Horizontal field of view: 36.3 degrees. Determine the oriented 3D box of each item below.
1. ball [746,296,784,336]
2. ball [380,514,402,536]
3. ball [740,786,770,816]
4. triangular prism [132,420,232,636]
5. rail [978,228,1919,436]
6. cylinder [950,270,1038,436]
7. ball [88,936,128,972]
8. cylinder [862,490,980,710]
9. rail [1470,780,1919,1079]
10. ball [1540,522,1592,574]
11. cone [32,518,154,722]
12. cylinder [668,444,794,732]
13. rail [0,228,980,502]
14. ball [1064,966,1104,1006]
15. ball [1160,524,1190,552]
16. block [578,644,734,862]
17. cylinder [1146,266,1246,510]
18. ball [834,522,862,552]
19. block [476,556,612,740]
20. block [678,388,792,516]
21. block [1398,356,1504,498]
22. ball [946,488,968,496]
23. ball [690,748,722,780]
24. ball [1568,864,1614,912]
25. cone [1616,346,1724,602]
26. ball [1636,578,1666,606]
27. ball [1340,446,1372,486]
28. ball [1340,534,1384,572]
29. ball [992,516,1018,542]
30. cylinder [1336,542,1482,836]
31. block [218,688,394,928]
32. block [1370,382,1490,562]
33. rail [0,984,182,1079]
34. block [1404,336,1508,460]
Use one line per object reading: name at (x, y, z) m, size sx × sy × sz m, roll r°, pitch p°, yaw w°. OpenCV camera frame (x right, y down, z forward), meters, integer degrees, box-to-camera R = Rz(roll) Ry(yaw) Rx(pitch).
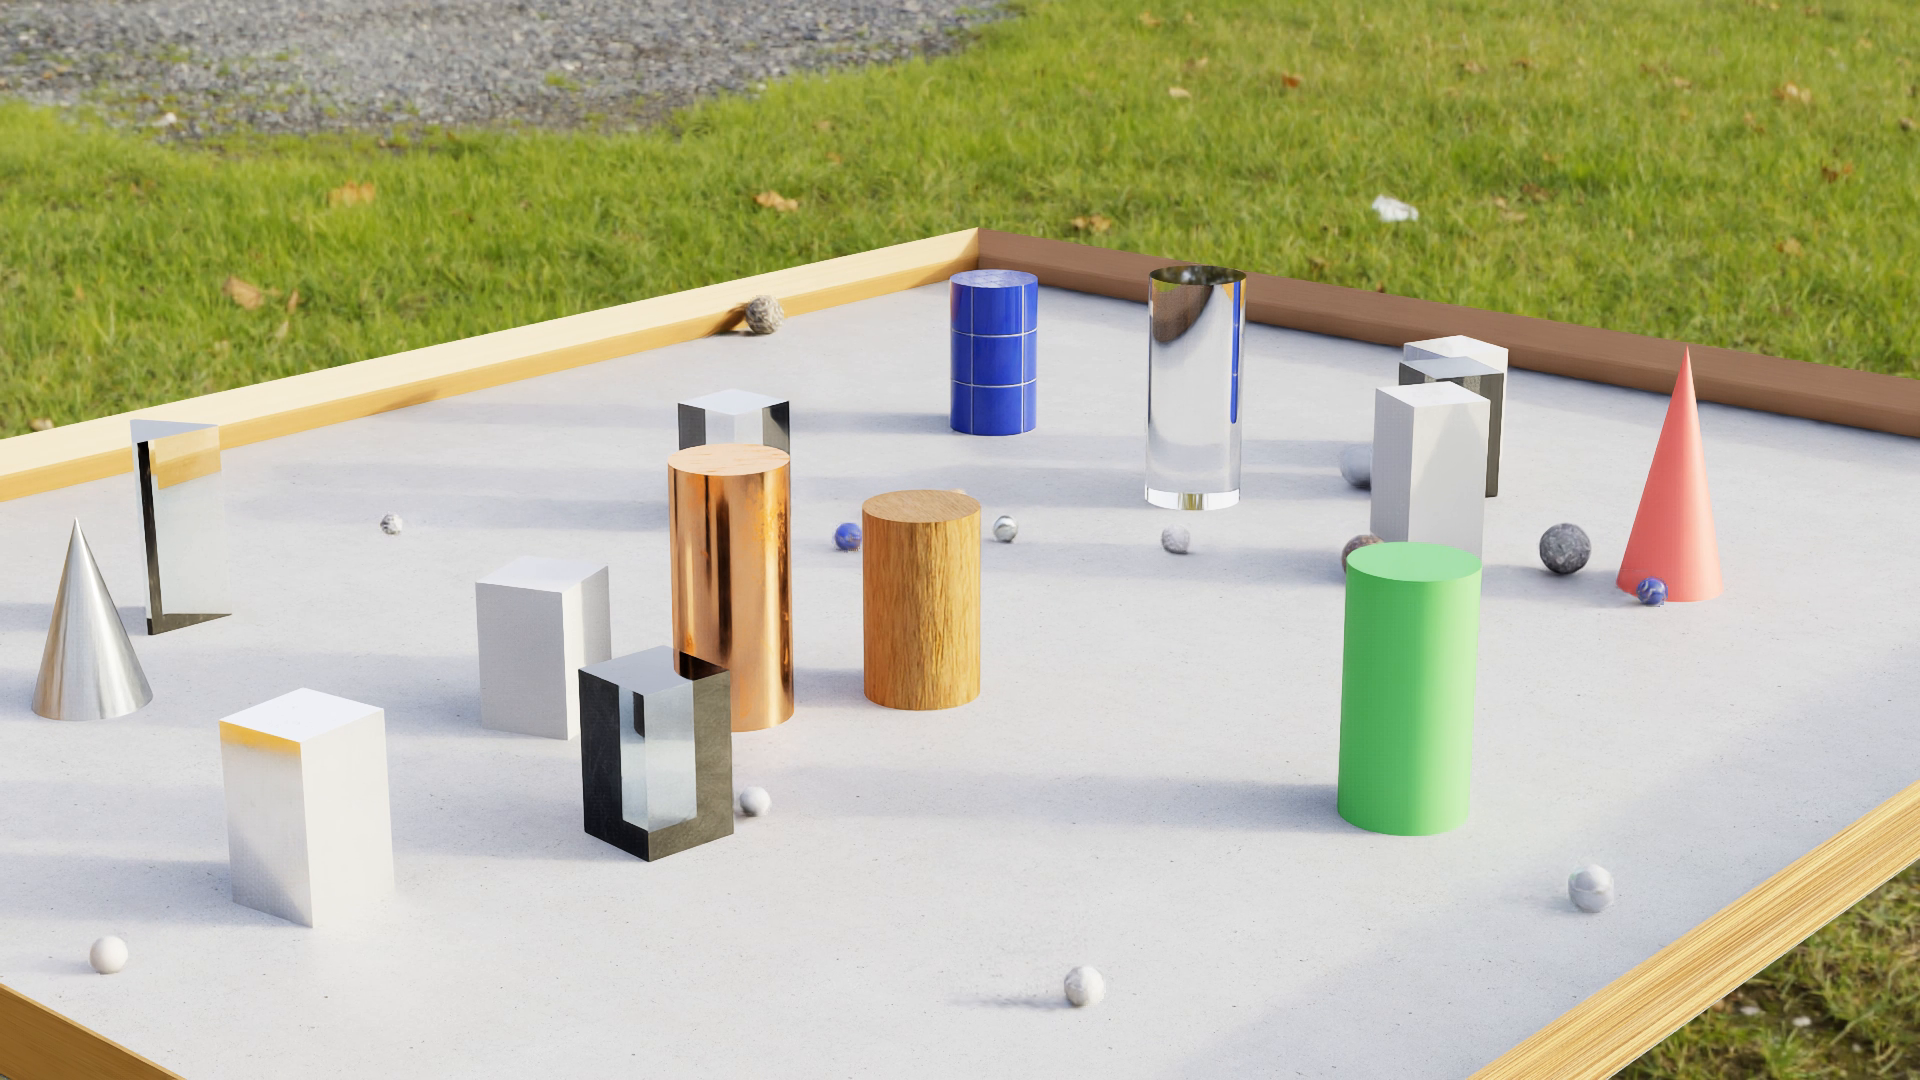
ball at (-0.470, -0.539, 7.052) m, size 0.092 × 0.092 × 0.092 m, roll 0°, pitch 17°, yaw 0°
ball at (-1.058, -0.029, 5.456) m, size 0.041 × 0.041 × 0.041 m, roll 0°, pitch 17°, yaw 0°
ball at (-0.290, 0.368, 4.141) m, size 0.042 × 0.042 × 0.042 m, roll 0°, pitch 17°, yaw 0°
triangular prism at (-1.349, -0.030, 4.956) m, size 0.139 × 0.333 × 0.160 m, roll 16°, pitch 23°, yaw 42°
rail at (1.367, -0.426, 6.628) m, size 3.540 × 0.120 × 0.045 m, roll 14°, pitch 22°, yaw 39°
cylinder at (0.071, -0.396, 6.190) m, size 0.185 × 0.318 × 0.185 m, roll 0°, pitch 17°, yaw 0°
ball at (-1.060, 0.515, 3.650) m, size 0.046 × 0.046 × 0.046 m, roll 0°, pitch 17°, yaw 0°
cylinder at (-0.060, 0.093, 4.598) m, size 0.185 × 0.305 × 0.185 m, roll 0°, pitch 17°, yaw 0°
rail at (1.318, 0.362, 4.025) m, size 0.045 × 0.120 × 4.218 m, roll 14°, pitch 22°, yaw 39°
ball at (1.078, 0.015, 5.222) m, size 0.092 × 0.092 × 0.092 m, roll 0°, pitch 17°, yaw 0°
cone at (-1.360, 0.107, 4.554) m, size 0.185 × 0.302 × 0.185 m, roll 0°, pitch 17°, yaw 0°
cylinder at (-0.350, 0.072, 4.492) m, size 0.185 × 0.406 × 0.185 m, roll 0°, pitch 17°, yaw 0°
rail at (-1.319, -0.302, 6.217) m, size 0.045 × 0.120 × 4.218 m, roll 14°, pitch 22°, yaw 39°
ball at (0.150, 0.541, 3.560) m, size 0.049 × 0.049 × 0.049 m, roll 0°, pitch 17°, yaw 0°
ball at (0.393, -0.004, 5.351) m, size 0.054 × 0.054 × 0.054 m, roll 0°, pitch 17°, yaw 0°
block at (-0.419, 0.293, 4.048) m, size 0.148 × 0.241 × 0.148 m, roll -15°, pitch 23°, yaw -41°
cylinder at (0.452, -0.293, 5.642) m, size 0.185 × 0.440 × 0.185 m, roll 0°, pitch 17°, yaw 0°
ball at (-0.203, -0.006, 5.359) m, size 0.053 × 0.053 × 0.053 m, roll 0°, pitch 17°, yaw 0°
block at (-0.634, 0.163, 4.487) m, size 0.148 × 0.235 × 0.148 m, roll 6°, pitch 18°, yaw 20°
block at (-0.425, -0.151, 5.537) m, size 0.148 × 0.228 × 0.148 m, roll 14°, pitch 22°, yaw 38°
block at (0.952, -0.216, 5.716) m, size 0.148 × 0.248 × 0.148 m, roll -6°, pitch 18°, yaw -19°
ball at (-0.011, -0.068, 5.552) m, size 0.060 × 0.060 × 0.060 m, roll 0°, pitch 17°, yaw 0°
ball at (-0.370, 0.327, 4.269) m, size 0.047 × 0.047 × 0.047 m, roll 0°, pitch 17°, yaw 0°
ball at (0.823, 0.454, 3.826) m, size 0.061 × 0.061 × 0.061 m, roll 0°, pitch 17°, yaw 0°
cone at (1.250, -0.128, 5.101) m, size 0.185 × 0.436 × 0.185 m, roll 0°, pitch 17°, yaw 0°
ball at (1.191, 0.089, 5.054) m, size 0.049 × 0.049 × 0.049 m, roll 0°, pitch 17°, yaw 0°
ball at (0.787, -0.146, 5.782) m, size 0.075 × 0.075 × 0.075 m, roll 0°, pitch 17°, yaw 0°
ball at (0.716, 0.033, 5.171) m, size 0.087 × 0.087 × 0.087 m, roll 0°, pitch 17°, yaw 0°
ball at (0.085, -0.022, 5.418) m, size 0.049 × 0.049 × 0.049 m, roll 0°, pitch 17°, yaw 0°
cylinder at (0.628, 0.207, 4.106) m, size 0.185 × 0.371 × 0.185 m, roll 0°, pitch 17°, yaw 0°
block at (-0.853, 0.348, 3.838) m, size 0.148 × 0.256 × 0.148 m, roll 11°, pitch 20°, yaw 32°
block at (0.833, -0.103, 5.216) m, size 0.148 × 0.322 × 0.148 m, roll -6°, pitch 18°, yaw -18°
rail at (-1.367, 0.486, 3.614) m, size 3.540 × 0.120 × 0.045 m, roll 14°, pitch 22°, yaw 39°
block at (1.002, -0.281, 5.960) m, size 0.148 × 0.231 × 0.148 m, roll -9°, pitch 19°, yaw -28°
